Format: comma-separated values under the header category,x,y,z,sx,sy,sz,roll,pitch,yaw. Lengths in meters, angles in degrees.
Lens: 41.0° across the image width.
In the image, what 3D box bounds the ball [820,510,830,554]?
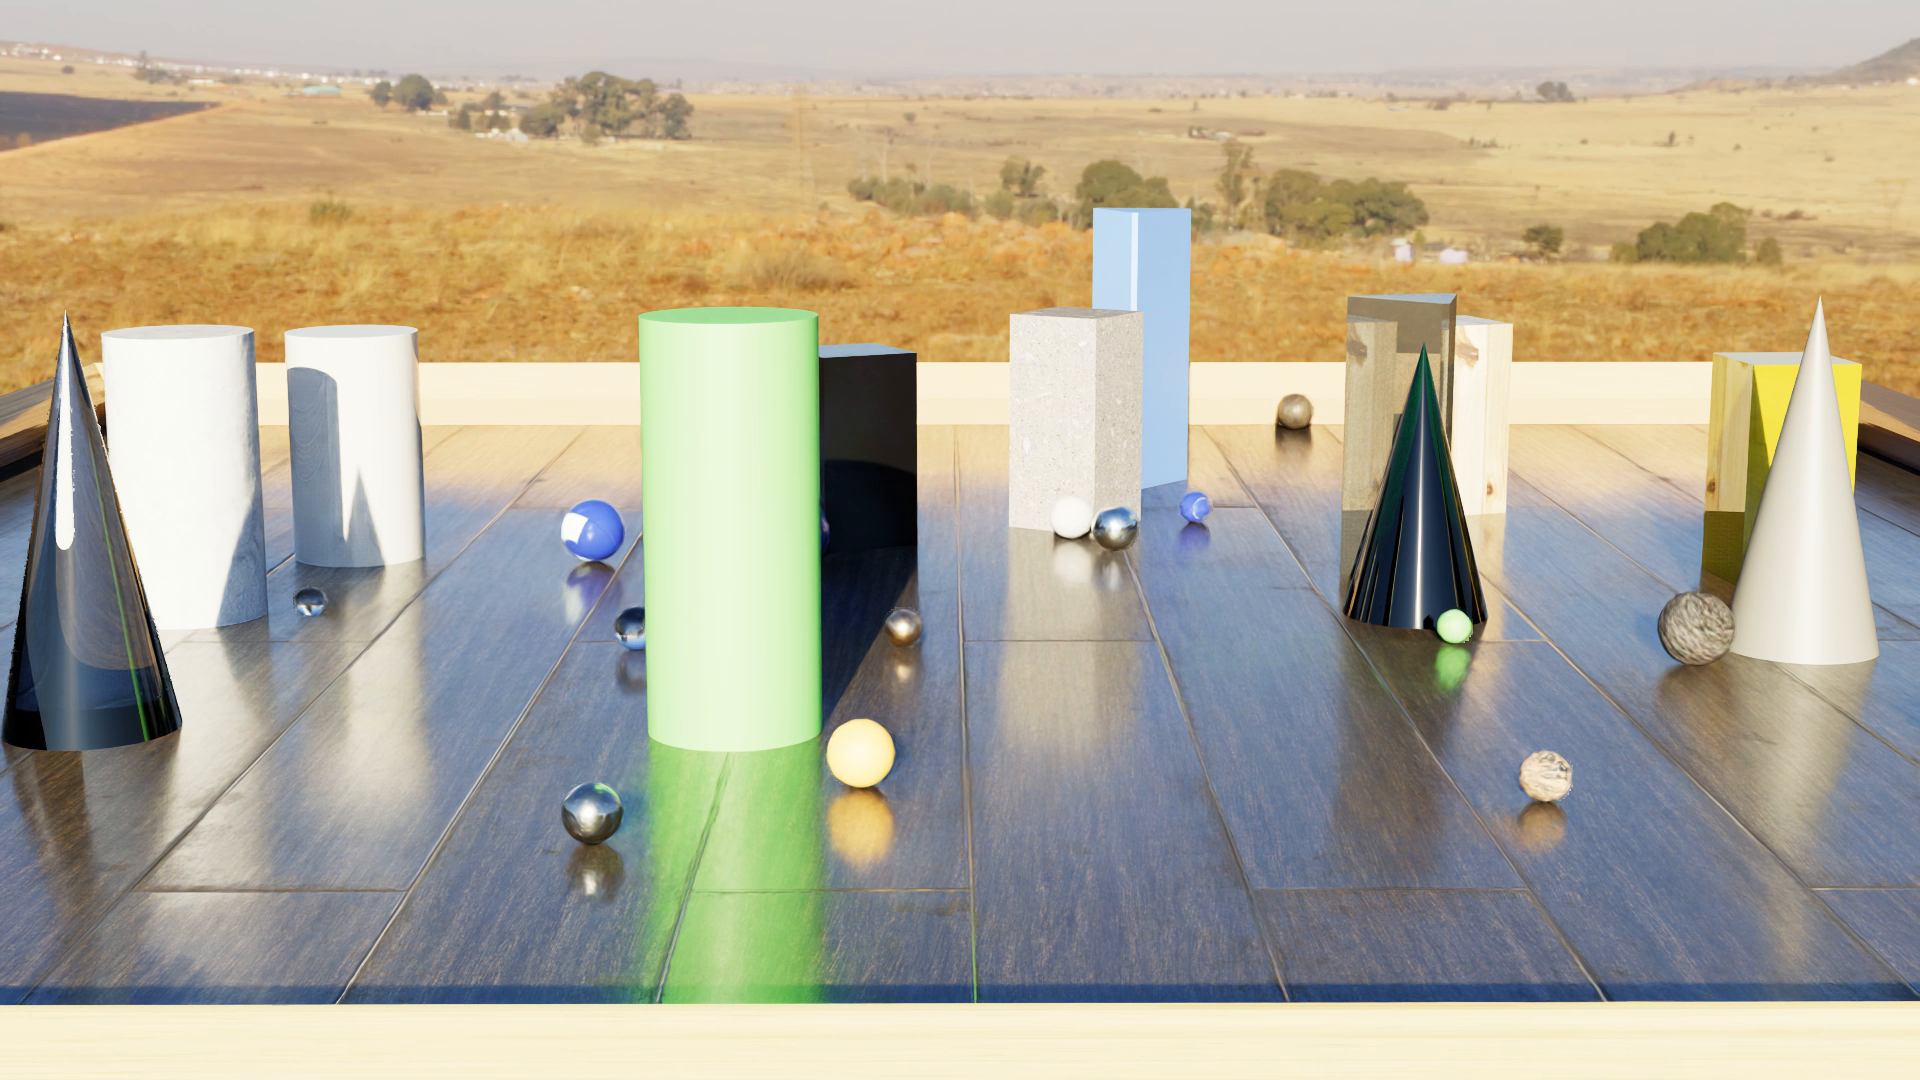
category,x,y,z,sx,sy,sz,roll,pitch,yaw
ball,-0.240,-0.011,3.768,0.097,0.097,0.097,0,11,0

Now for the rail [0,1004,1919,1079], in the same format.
category,x,y,z,sx,sy,sz,roll,pitch,yaw
rail,0.010,0.359,1.692,3.495,0.125,0.045,0,11,0

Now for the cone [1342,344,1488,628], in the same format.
category,x,y,z,sx,sy,sz,roll,pitch,yaw
cone,0.611,-0.082,3.409,0.193,0.367,0.193,0,11,0

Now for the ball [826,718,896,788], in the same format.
category,x,y,z,sx,sy,sz,roll,pitch,yaw
ball,-0.101,0.217,2.613,0.070,0.070,0.070,0,11,0

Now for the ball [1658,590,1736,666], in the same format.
category,x,y,z,sx,sy,sz,roll,pitch,yaw
ball,0.901,0.108,3.142,0.092,0.092,0.092,0,11,0

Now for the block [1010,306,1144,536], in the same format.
category,x,y,z,sx,sy,sz,roll,pitch,yaw
block,0.185,-0.193,4.081,0.154,0.338,0.154,7,12,31

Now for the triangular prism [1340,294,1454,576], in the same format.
category,x,y,z,sx,sy,sz,roll,pitch,yaw
triangular prism,0.659,-0.148,3.669,0.167,0.401,0.145,10,15,44

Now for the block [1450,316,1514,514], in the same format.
category,x,y,z,sx,sy,sz,roll,pitch,yaw
block,0.799,-0.207,4.233,0.154,0.310,0.154,-3,11,-18

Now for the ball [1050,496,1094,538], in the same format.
category,x,y,z,sx,sy,sz,roll,pitch,yaw
ball,0.172,-0.035,3.978,0.067,0.067,0.067,0,11,0

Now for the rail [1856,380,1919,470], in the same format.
category,x,y,z,sx,sy,sz,roll,pitch,yaw
rail,1.724,0.030,3.459,0.045,0.125,3.621,0,11,0

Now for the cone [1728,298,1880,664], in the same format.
category,x,y,z,sx,sy,sz,roll,pitch,yaw
cone,1.061,-0.084,3.203,0.193,0.445,0.193,0,11,0

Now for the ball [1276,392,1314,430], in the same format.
category,x,y,z,sx,sy,sz,roll,pitch,yaw
ball,0.674,-0.259,5.164,0.074,0.074,0.074,0,11,0

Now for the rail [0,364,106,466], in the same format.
category,x,y,z,sx,sy,sz,roll,pitch,yaw
rail,-1.724,0.034,3.439,0.045,0.125,3.621,0,11,0

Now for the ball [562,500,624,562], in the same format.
category,x,y,z,sx,sy,sz,roll,pitch,yaw
ball,-0.542,-0.013,3.789,0.093,0.093,0.093,0,11,0

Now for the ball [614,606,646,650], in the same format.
category,x,y,z,sx,sy,sz,roll,pitch,yaw
ball,-0.407,0.111,3.223,0.056,0.056,0.056,0,11,0

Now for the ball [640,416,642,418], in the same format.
category,x,y,z,sx,sy,sz,roll,pitch,yaw
ball,-0.622,-0.249,5.185,0.045,0.045,0.045,0,11,0

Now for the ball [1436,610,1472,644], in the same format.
category,x,y,z,sx,sy,sz,roll,pitch,yaw
ball,0.628,0.110,3.262,0.043,0.043,0.043,0,11,0

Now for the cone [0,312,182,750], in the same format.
category,x,y,z,sx,sy,sz,roll,pitch,yaw
cone,-0.963,-0.020,2.805,0.193,0.466,0.193,0,11,0

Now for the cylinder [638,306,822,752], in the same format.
category,x,y,z,sx,sy,sz,roll,pitch,yaw
cylinder,-0.249,-0.016,2.803,0.193,0.459,0.193,0,11,0

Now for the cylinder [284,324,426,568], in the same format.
category,x,y,z,sx,sy,sz,roll,pitch,yaw
cylinder,-0.899,-0.143,3.821,0.193,0.336,0.193,0,11,0

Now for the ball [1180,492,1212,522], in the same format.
category,x,y,z,sx,sy,sz,roll,pitch,yaw
ball,0.379,-0.053,4.122,0.050,0.050,0.050,0,11,0

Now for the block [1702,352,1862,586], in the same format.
category,x,y,z,sx,sy,sz,roll,pitch,yaw
block,1.167,-0.102,3.654,0.154,0.316,0.154,-1,11,-4

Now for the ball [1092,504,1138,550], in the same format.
category,x,y,z,sx,sy,sz,roll,pitch,yaw
ball,0.234,-0.019,3.883,0.070,0.070,0.070,0,11,0

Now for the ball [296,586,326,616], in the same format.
category,x,y,z,sx,sy,sz,roll,pitch,yaw
ball,-0.865,0.082,3.418,0.041,0.041,0.041,0,11,0

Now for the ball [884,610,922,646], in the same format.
category,x,y,z,sx,sy,sz,roll,pitch,yaw
ball,-0.072,0.111,3.242,0.048,0.048,0.048,0,11,0

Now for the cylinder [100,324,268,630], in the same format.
category,x,y,z,sx,sy,sz,roll,pitch,yaw
cylinder,-1.027,-0.087,3.404,0.193,0.379,0.193,0,11,0

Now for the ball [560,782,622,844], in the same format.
category,x,y,z,sx,sy,sz,roll,pitch,yaw
ball,-0.348,0.258,2.424,0.058,0.058,0.058,0,11,0

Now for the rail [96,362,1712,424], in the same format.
category,x,y,z,sx,sy,sz,roll,pitch,yaw
rail,-0.010,-0.294,5.206,3.495,0.125,0.045,0,11,0

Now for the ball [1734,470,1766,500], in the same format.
category,x,y,z,sx,sy,sz,roll,pitch,yaw
ball,1.334,-0.092,4.324,0.053,0.053,0.053,0,11,0

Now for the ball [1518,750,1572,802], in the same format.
category,x,y,z,sx,sy,sz,roll,pitch,yaw
ball,0.584,0.236,2.560,0.052,0.052,0.052,0,11,0

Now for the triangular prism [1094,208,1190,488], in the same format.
category,x,y,z,sx,sy,sz,roll,pitch,yaw
triangular prism,0.292,-0.340,4.495,0.145,0.477,0.167,8,13,38

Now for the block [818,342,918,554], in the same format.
category,x,y,z,sx,sy,sz,roll,pitch,yaw
block,-0.169,-0.144,3.938,0.154,0.296,0.154,-5,12,-27
